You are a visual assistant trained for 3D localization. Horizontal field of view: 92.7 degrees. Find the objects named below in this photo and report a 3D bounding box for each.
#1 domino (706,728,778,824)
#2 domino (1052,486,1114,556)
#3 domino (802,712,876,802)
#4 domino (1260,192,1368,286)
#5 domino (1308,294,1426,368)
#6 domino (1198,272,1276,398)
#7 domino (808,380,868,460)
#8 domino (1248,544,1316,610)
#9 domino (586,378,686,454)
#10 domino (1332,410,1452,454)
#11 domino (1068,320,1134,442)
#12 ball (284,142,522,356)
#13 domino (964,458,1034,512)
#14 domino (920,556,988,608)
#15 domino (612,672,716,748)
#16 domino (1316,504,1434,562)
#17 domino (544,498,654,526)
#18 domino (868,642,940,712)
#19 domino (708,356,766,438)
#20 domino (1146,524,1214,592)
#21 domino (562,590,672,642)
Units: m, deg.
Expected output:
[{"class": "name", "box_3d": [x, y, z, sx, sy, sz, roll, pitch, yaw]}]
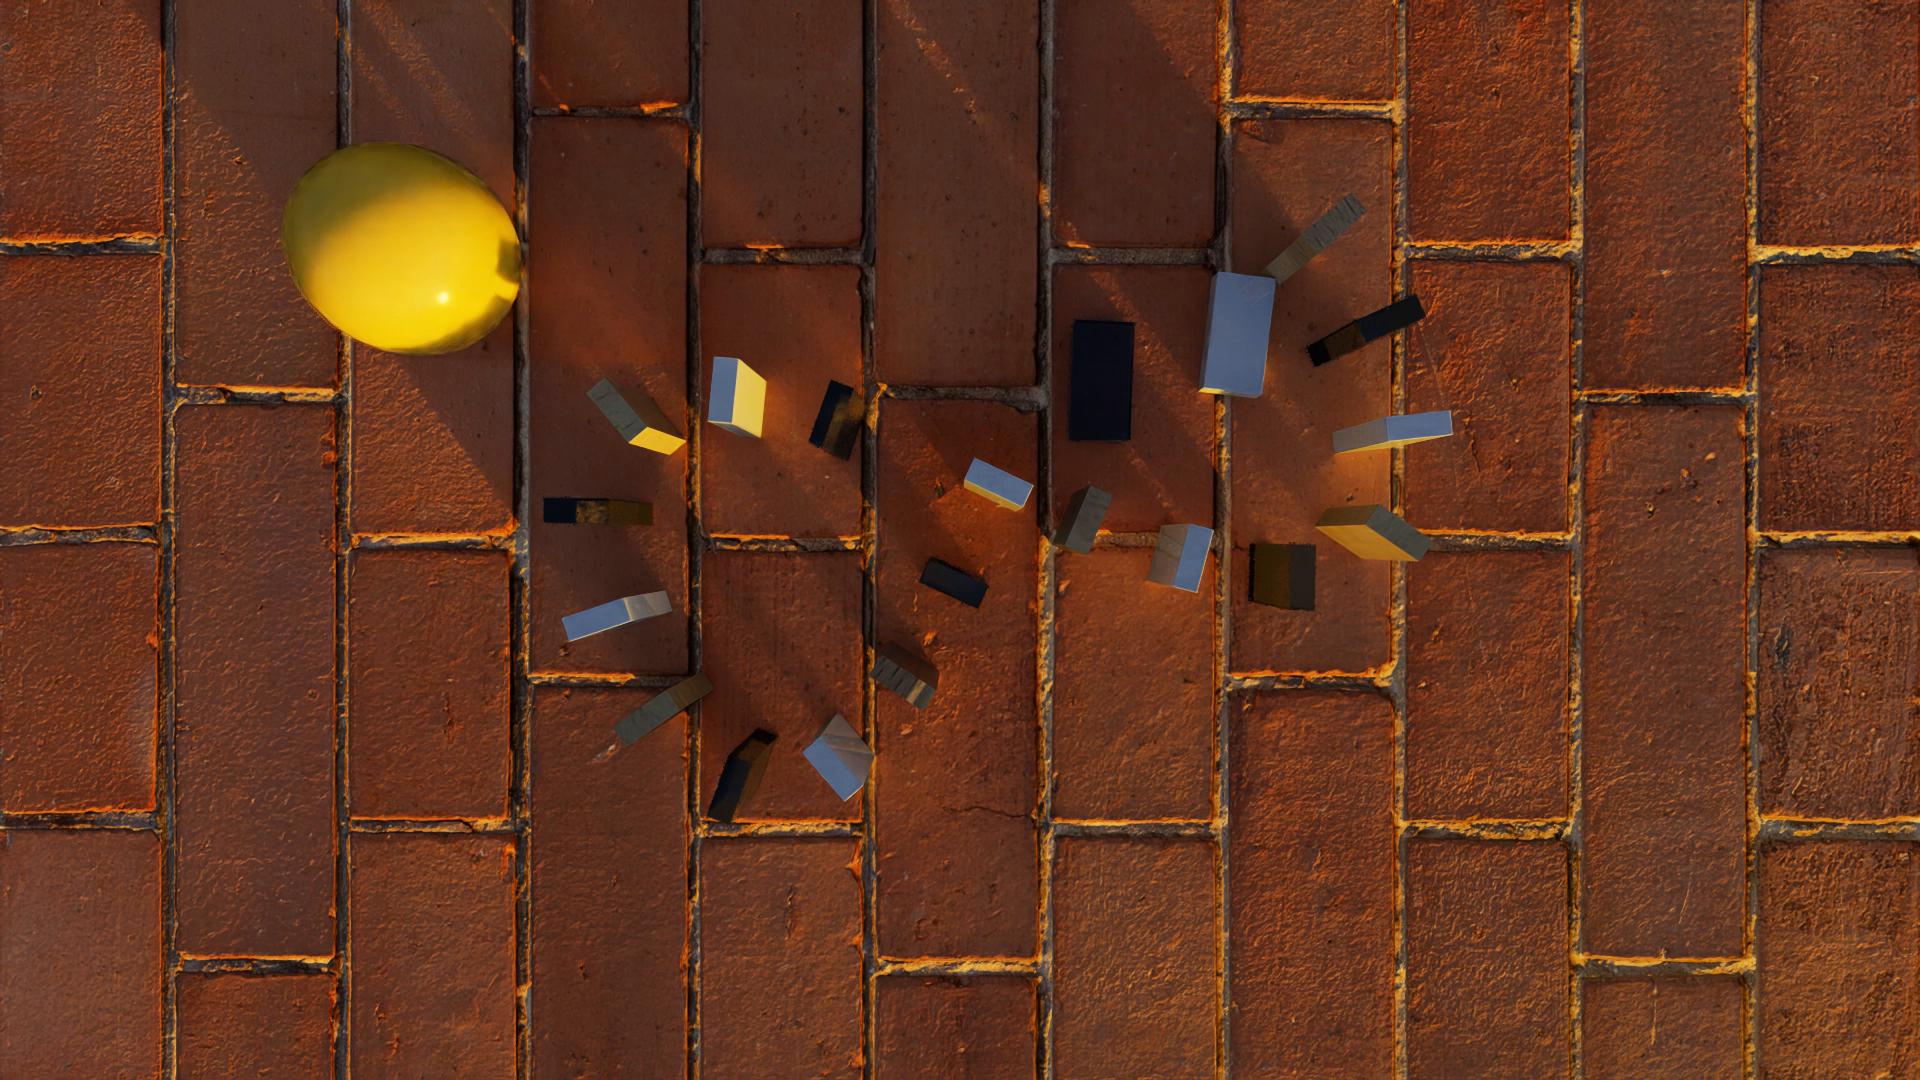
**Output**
[{"class": "domino", "box_3d": [-0.088, 0.096, 0.375, 0.010, 0.050, 0.025, 20, 90, 0]}, {"class": "domino", "box_3d": [0.049, -0.008, 0.375, 0.010, 0.050, 0.025, 23, 90, 0]}, {"class": "domino", "box_3d": [-0.049, 0.088, 0.375, 0.009, 0.050, 0.025, -41, 90, 0]}, {"class": "domino", "box_3d": [0.143, -0.121, 0.375, 0.025, 0.050, 0.010, -41, 90, 0]}, {"class": "domino", "box_3d": [0.165, -0.085, 0.375, 0.025, 0.050, 0.009, -23, 90, 0]}, {"class": "domino", "box_3d": [0.119, -0.088, 0.395, 0.025, 0.009, 0.050, 7, 90, 0]}, {"class": "domino", "box_3d": [-0.049, -0.048, 0.375, 0.009, 0.050, 0.025, 20, 90, 0]}, {"class": "domino", "box_3d": [0.131, 0.014, 0.375, 0.009, 0.050, 0.025, 1, 90, 0]}, {"class": "domino", "box_3d": [-0.131, -0.050, 0.375, 0.009, 0.050, 0.025, -40, 90, 0]}, {"class": "domino", "box_3d": [0.175, -0.044, 0.375, 0.025, 0.050, 0.010, -6, 90, 0]}, {"class": "domino", "box_3d": [0.061, -0.068, 0.395, 0.025, 0.009, 0.050, 2, 90, 0]}, {"class": "ball", "box_3d": [-0.216, -0.113, 0.360, 0.080, 0.080, 0.080, 0, 90, 0]}, {"class": "domino", "box_3d": [0.015, -0.022, 0.375, 0.025, 0.050, 0.010, 25, 90, 0]}, {"class": "domino", "box_3d": [-0.002, 0.017, 0.375, 0.025, 0.050, 0.010, 25, 90, 0]}, {"class": "domino", "box_3d": [-0.120, 0.068, 0.375, 0.025, 0.050, 0.010, -35, 90, 0]}, {"class": "domino", "box_3d": [0.168, -0.003, 0.375, 0.025, 0.050, 0.009, 34, 90, 0]}, {"class": "domino", "box_3d": [-0.146, -0.011, 0.375, 0.025, 0.050, 0.009, 1, 90, 0]}, {"class": "domino", "box_3d": [-0.022, 0.055, 0.375, 0.025, 0.050, 0.010, 33, 90, 0]}, {"class": "domino", "box_3d": [-0.090, -0.057, 0.375, 0.010, 0.050, 0.025, 6, 90, 0]}, {"class": "domino", "box_3d": [0.089, 0.007, 0.375, 0.009, 0.050, 0.025, 15, 90, 0]}, {"class": "domino", "box_3d": [-0.139, 0.030, 0.375, 0.025, 0.050, 0.009, -18, 90, 0]}]
